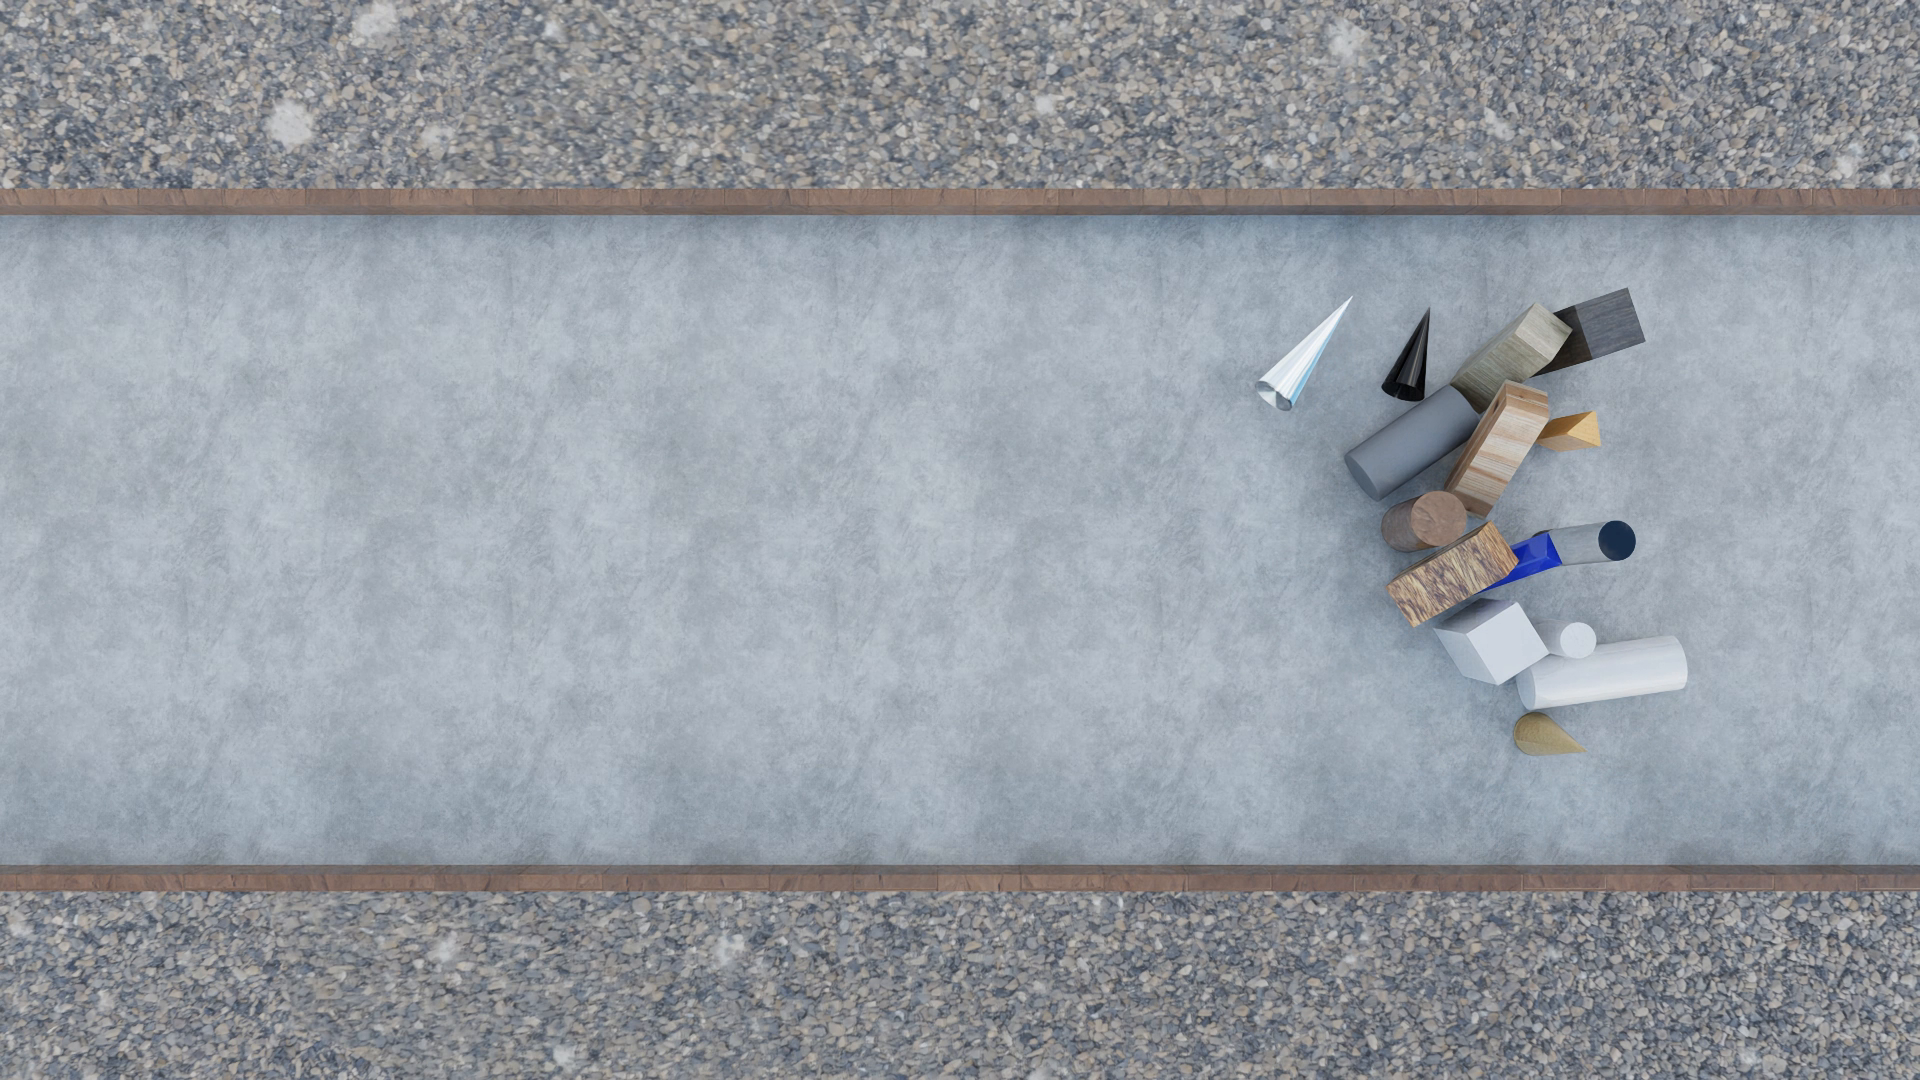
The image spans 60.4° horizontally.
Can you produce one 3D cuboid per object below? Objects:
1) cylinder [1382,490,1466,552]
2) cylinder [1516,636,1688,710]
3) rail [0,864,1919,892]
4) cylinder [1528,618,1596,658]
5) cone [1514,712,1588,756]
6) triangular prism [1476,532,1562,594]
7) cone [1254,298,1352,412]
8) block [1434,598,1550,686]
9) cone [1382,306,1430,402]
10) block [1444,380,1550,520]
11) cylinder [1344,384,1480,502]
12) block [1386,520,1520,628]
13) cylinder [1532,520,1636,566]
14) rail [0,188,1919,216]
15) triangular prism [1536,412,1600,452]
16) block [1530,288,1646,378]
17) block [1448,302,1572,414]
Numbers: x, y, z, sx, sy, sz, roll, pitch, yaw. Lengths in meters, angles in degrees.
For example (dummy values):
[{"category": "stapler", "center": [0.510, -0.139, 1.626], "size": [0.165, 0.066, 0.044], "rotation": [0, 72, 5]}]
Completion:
[{"category": "cylinder", "center": [1.358, -0.050, 4.849], "size": [0.156, 0.443, 0.156], "rotation": [0, 87, 4]}, {"category": "cylinder", "center": [1.938, 0.401, 4.993], "size": [0.457, 0.167, 0.167], "rotation": [-8, 90, 0]}, {"category": "rail", "center": [-2.247, 1.025, 5.001], "size": [12.000, 0.150, 0.050], "rotation": [0, 90, 0]}, {"category": "cylinder", "center": [1.769, 0.288, 4.898], "size": [0.103, 0.357, 0.103], "rotation": [0, 90, 0]}, {"category": "cone", "center": [1.771, 0.597, 4.862], "size": [0.136, 0.429, 0.136], "rotation": [0, 90, 0]}, {"category": "triangular prism", "center": [1.629, 0.087, 4.947], "size": [0.306, 0.089, 0.103], "rotation": [-25, 90, 37]}, {"category": "cone", "center": [1.081, -0.595, 5.043], "size": [0.133, 0.133, 0.417], "rotation": [39, 81, 0]}, {"category": "block", "center": [1.575, 0.298, 4.908], "size": [0.174, 0.337, 0.174], "rotation": [-32, 90, 0]}, {"category": "cone", "center": [1.397, -0.588, 5.044], "size": [0.132, 0.132, 0.301], "rotation": [20, 78, 0]}, {"category": "block", "center": [1.584, -0.263, 4.887], "size": [0.127, 0.127, 0.416], "rotation": [18, 134, 0]}, {"category": "cylinder", "center": [1.367, -0.292, 4.989], "size": [0.370, 0.175, 0.175], "rotation": [-35, 90, 0]}, {"category": "block", "center": [1.464, 0.102, 4.914], "size": [0.334, 0.147, 0.147], "rotation": [-36, 86, 37]}, {"category": "cylinder", "center": [1.830, 0.014, 4.868], "size": [0.116, 0.404, 0.116], "rotation": [1, 86, -9]}, {"category": "rail", "center": [-2.247, -1.025, 5.002], "size": [12.000, 0.150, 0.050], "rotation": [0, 90, 0]}, {"category": "triangular prism", "center": [1.815, -0.331, 4.917], "size": [0.102, 0.319, 0.088], "rotation": [21, 90, 0]}, {"category": "block", "center": [1.810, -0.603, 4.847], "size": [0.162, 0.450, 0.162], "rotation": [-19, 90, -3]}, {"category": "block", "center": [1.610, -0.530, 4.853], "size": [0.130, 0.423, 0.130], "rotation": [38, 71, 2]}]
